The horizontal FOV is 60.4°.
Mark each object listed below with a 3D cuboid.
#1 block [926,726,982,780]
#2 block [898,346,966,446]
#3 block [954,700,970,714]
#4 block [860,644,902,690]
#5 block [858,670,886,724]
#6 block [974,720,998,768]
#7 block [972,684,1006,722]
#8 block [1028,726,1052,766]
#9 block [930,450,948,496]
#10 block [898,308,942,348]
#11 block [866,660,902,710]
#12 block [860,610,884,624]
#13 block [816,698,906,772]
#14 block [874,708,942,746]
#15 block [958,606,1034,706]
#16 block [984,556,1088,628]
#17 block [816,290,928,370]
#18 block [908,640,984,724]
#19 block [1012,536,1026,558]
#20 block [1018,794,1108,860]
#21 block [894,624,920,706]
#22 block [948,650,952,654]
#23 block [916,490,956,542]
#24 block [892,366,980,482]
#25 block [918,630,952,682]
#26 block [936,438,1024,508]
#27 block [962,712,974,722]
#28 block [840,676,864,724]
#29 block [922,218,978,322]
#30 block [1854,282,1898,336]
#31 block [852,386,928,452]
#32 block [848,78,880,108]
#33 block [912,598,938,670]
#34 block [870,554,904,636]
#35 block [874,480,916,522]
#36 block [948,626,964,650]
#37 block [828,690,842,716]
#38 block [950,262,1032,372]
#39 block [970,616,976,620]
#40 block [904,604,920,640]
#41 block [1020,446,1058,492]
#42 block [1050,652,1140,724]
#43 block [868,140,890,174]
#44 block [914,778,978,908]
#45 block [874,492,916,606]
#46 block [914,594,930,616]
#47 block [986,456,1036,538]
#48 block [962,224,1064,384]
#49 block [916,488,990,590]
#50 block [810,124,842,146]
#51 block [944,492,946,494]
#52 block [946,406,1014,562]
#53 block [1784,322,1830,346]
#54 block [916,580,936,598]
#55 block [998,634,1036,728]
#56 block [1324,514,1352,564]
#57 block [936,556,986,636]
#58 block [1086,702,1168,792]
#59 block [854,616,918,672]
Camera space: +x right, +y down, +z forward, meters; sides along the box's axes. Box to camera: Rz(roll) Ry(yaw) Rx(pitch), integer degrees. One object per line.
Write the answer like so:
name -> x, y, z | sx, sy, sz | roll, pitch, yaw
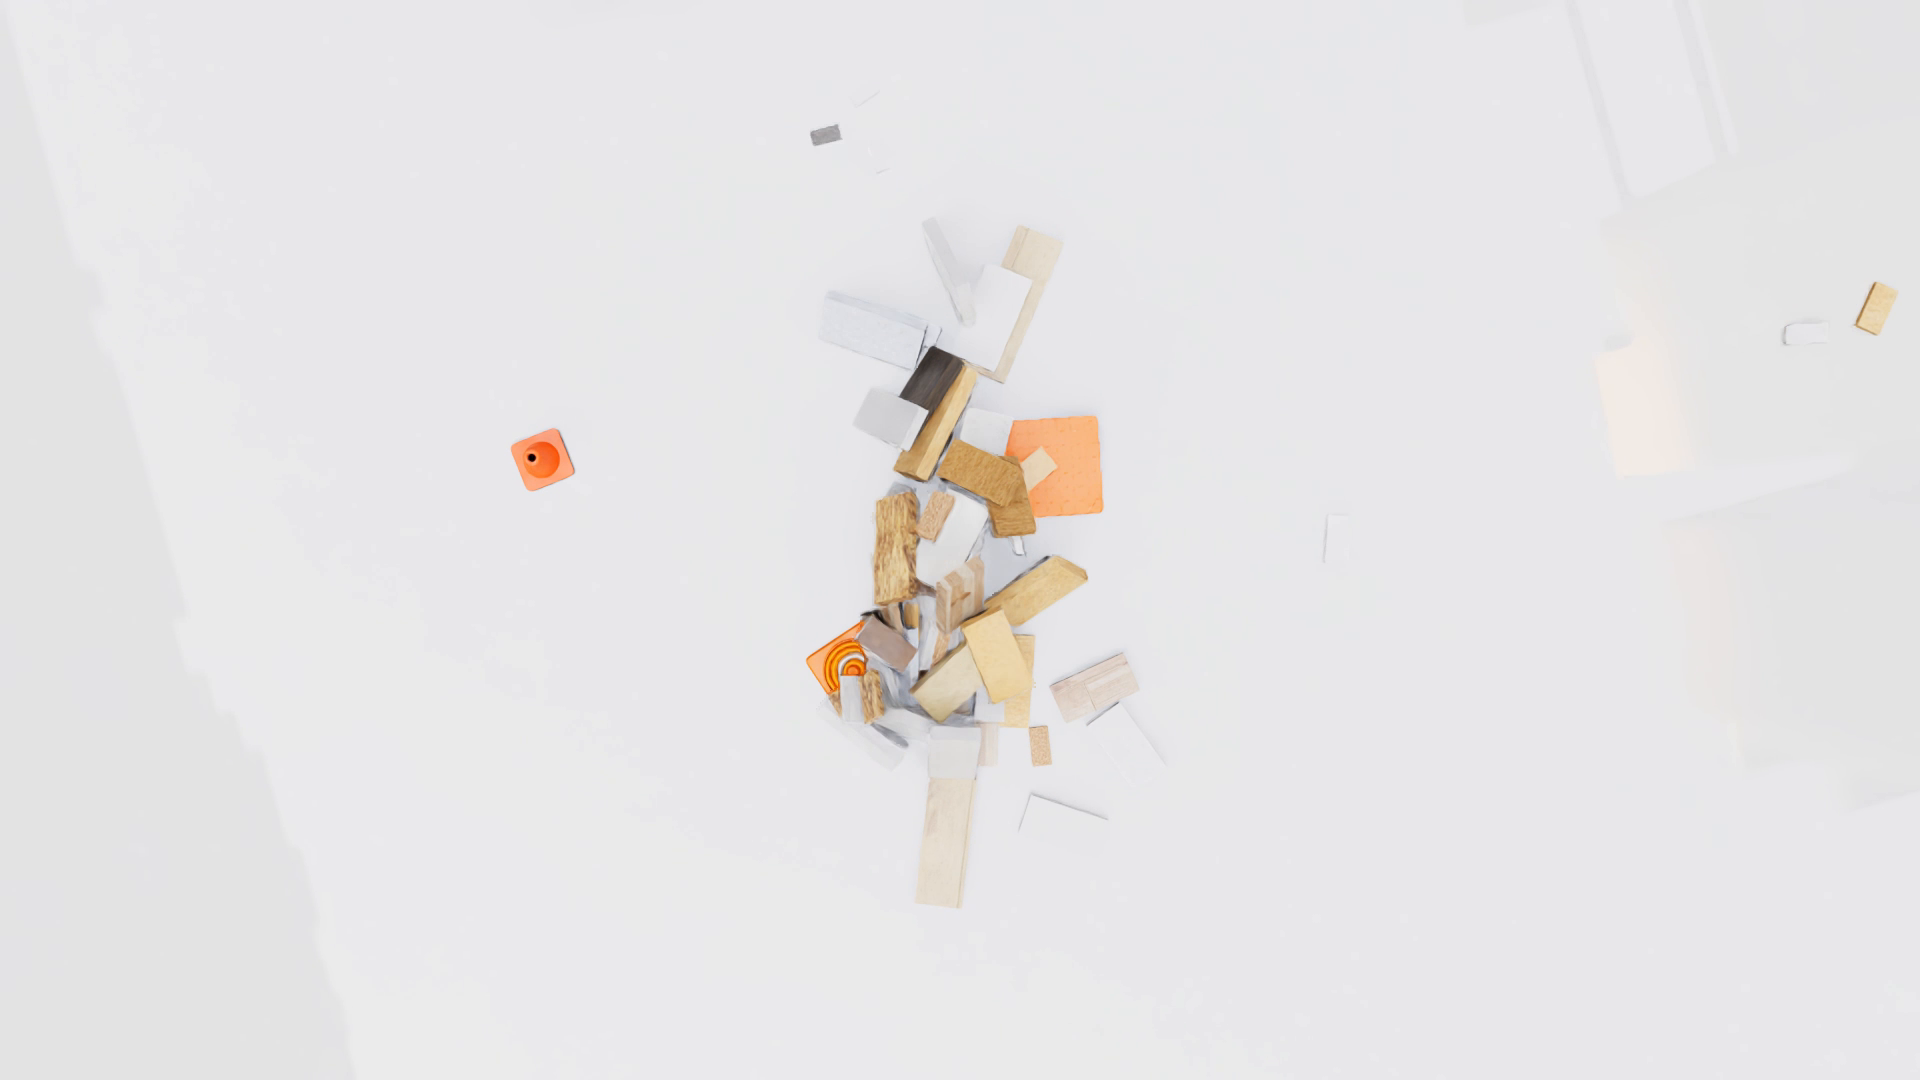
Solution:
block -> -0.021, 0.690, 5.330 | 0.157, 0.313, 0.044 | 3, 59, -3
block -> -0.131, -0.466, 5.414 | 0.048, 0.171, 0.342 | 32, 91, -33
block -> 0.005, 0.528, 5.493 | 0.050, 0.014, 0.101 | -2, 90, 0
block -> -0.259, 0.406, 5.393 | 0.026, 0.093, 0.186 | -33, 108, -30
block -> -0.284, 0.504, 5.298 | 0.022, 0.078, 0.157 | 13, 55, -39
block -> 0.086, 0.671, 5.488 | 0.082, 0.023, 0.165 | 1, 90, 0
block -> 0.098, 0.497, 5.425 | 0.099, 0.028, 0.199 | 5, 79, -12
block -> 0.267, 0.687, 5.491 | 0.064, 0.018, 0.129 | -7, 90, 0
block -> -0.068, -0.221, 5.461 | 0.022, 0.078, 0.157 | 18, 90, 1
block -> -0.147, -0.703, 5.489 | 0.159, 0.023, 0.080 | 24, 90, 0
block -> -0.246, 0.491, 5.401 | 0.028, 0.099, 0.199 | -34, 129, -30
block -> -0.262, 0.324, 5.404 | 0.026, 0.093, 0.186 | -23, 97, -30
block -> -0.326, 0.638, 5.419 | 0.313, 0.157, 0.044 | 38, 68, 0
block -> -0.122, 0.615, 5.342 | 0.310, 0.155, 0.044 | 27, 70, -37
block -> 0.119, 0.374, 5.334 | 0.145, 0.041, 0.290 | -26, 109, -9
block -> 0.248, 0.170, 5.365 | 0.310, 0.155, 0.044 | -35, 51, 26
block -> -0.289, -0.690, 5.422 | 0.342, 0.171, 0.048 | 19, 45, 0
block -> -0.003, 0.440, 5.358 | 0.308, 0.041, 0.145 | -42, 111, -3
block -> 0.193, 0.007, 5.409 | 0.025, 0.176, 0.088 | -11, 86, 4
block -> 0.343, 0.952, 5.481 | 0.271, 0.038, 0.135 | 18, 90, 0
block -> -0.185, 0.406, 5.404 | 0.036, 0.126, 0.252 | -6, 100, -34
block -> 0.040, 0.419, 5.477 | 0.082, 0.023, 0.165 | -32, 90, -17
block -> -0.079, -0.076, 5.227 | 0.078, 0.022, 0.157 | 17, 75, 33
block -> -0.079, -0.385, 5.395 | 0.048, 0.171, 0.390 | 29, 84, -28
block -> -0.098, 0.373, 5.424 | 0.036, 0.126, 0.262 | 10, 98, -35
block -> 0.063, -0.214, 5.234 | 0.264, 0.037, 0.132 | 26, 89, 29
block -> 0.053, 0.576, 5.475 | 0.101, 0.050, 0.014 | -25, 91, 0
block -> -0.344, 0.518, 5.334 | 0.078, 0.022, 0.157 | 7, 64, -30
block -> -0.034, -0.878, 5.340 | 0.046, 0.162, 0.325 | -23, 55, -3
block -> 3.050, -0.770, 5.489 | 0.080, 0.023, 0.159 | 24, 90, 0
block -> -0.230, -0.396, 5.376 | 0.041, 0.290, 0.145 | 27, 90, -41
block -> -0.317, -1.490, 5.493 | 0.098, 0.014, 0.049 | -35, 90, 0
block -> -0.121, 0.292, 5.414 | 0.036, 0.126, 0.252 | 10, 93, -34
block -> -0.238, 0.181, 5.354 | 0.025, 0.088, 0.273 | -17, 105, -33
block -> -0.216, -0.116, 5.450 | 0.078, 0.022, 0.157 | 21, 67, 17
block -> -0.020, 0.278, 5.400 | 0.082, 0.023, 0.164 | 4, 85, 45
block -> -0.346, 0.509, 5.368 | 0.157, 0.022, 0.078 | -23, 77, -36
block -> 0.102, -0.733, 5.431 | 0.162, 0.046, 0.325 | 23, 90, 0
block -> 0.014, 0.206, 5.438 | 0.058, 0.016, 0.116 | -7, 77, -2
block -> -0.157, 0.267, 5.404 | 0.016, 0.058, 0.115 | -4, 93, -34
block -> 0.227, -0.218, 5.430 | 0.176, 0.025, 0.088 | -40, 89, 3
block -> 0.447, 0.492, 5.481 | 0.271, 0.038, 0.135 | -25, 90, 0
block -> -0.270, -1.278, 5.493 | 0.049, 0.014, 0.098 | -19, 90, 0
block -> -0.047, 0.998, 5.478 | 0.157, 0.044, 0.428 | 7, 90, 0
block -> -0.204, 0.028, 5.216 | 0.132, 0.037, 0.349 | -14, 64, 31
block -> -0.122, 0.170, 5.398 | 0.016, 0.058, 0.150 | 10, 86, -35
block -> 0.148, -0.139, 5.259 | 0.132, 0.037, 0.264 | -6, 68, -19
block -> 0.170, -0.782, 5.477 | 0.162, 0.046, 0.504 | 23, 90, 0
block -> -0.036, 0.006, 5.246 | 0.153, 0.043, 0.307 | 26, 78, 6
block -> -0.447, -1.347, 5.493 | 0.098, 0.014, 0.049 | -15, 90, 0
block -> -0.002, -0.058, 5.446 | 0.102, 0.029, 0.203 | -1, 74, 0
block -> 0.036, -0.158, 5.329 | 0.153, 0.043, 0.539 | 13, 77, 3
block -> 2.808, -0.683, 5.469 | 0.129, 0.018, 0.064 | -2, 86, 18
block -> -0.043, 0.039, 5.342 | 0.153, 0.043, 0.307 | 16, 83, 3
block -> 0.190, 0.469, 5.486 | 0.099, 0.028, 0.309 | 4, 90, 0
block -> 1.257, -0.001, 5.489 | 0.080, 0.023, 0.159 | 4, 90, 0
block -> 0.001, 0.179, 5.207 | 0.155, 0.324, 0.044 | -33, 68, -17
block -> 0.555, 0.687, 5.481 | 0.135, 0.038, 0.271 | -36, 90, 0
block -> -0.235, 0.335, 5.301 | 0.186, 0.026, 0.093 | 37, 84, -11
